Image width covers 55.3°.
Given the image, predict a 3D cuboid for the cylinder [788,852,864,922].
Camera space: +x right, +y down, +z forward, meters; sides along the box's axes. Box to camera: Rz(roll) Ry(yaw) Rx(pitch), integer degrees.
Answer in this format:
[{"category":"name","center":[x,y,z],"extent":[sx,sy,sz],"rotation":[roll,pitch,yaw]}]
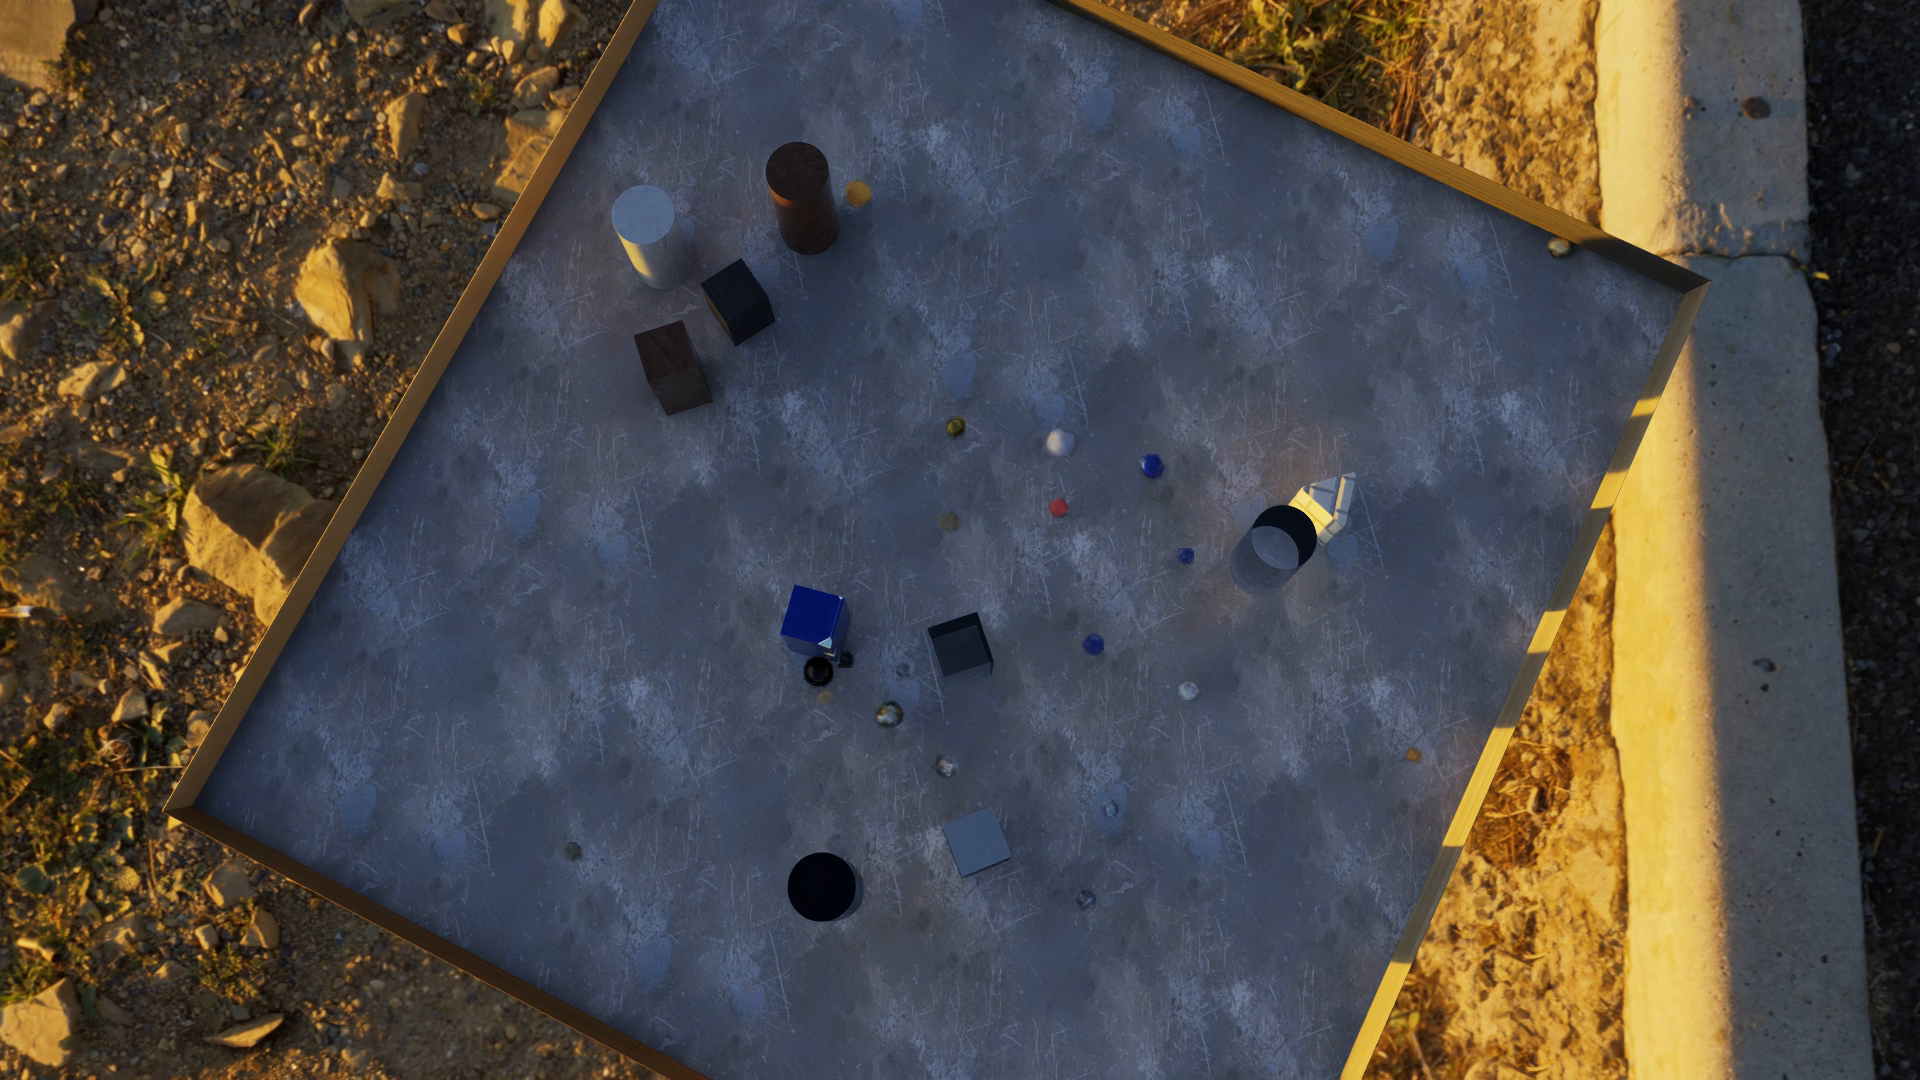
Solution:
[{"category":"cylinder","center":[-0.375,0.986,5.188],"extent":[0.186,0.439,0.186],"rotation":[0,78,0]}]

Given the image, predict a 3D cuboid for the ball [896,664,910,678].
[{"category":"ball","center":[-0.173,0.393,5.514],"extent":[0.041,0.041,0.041],"rotation":[0,78,0]}]

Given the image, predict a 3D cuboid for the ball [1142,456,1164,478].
[{"category":"ball","center":[0.593,-0.225,5.628],"extent":[0.068,0.068,0.068],"rotation":[0,78,0]}]

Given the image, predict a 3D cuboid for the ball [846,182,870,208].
[{"category":"ball","center":[-0.322,-1.093,5.803],"extent":[0.076,0.076,0.076],"rotation":[0,78,0]}]

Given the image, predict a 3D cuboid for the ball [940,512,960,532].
[{"category":"ball","center":[-0.031,-0.056,5.598],"extent":[0.059,0.059,0.059],"rotation":[0,78,0]}]

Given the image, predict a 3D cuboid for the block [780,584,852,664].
[{"category":"block","center":[-0.421,0.250,5.393],"extent":[0.149,0.336,0.149],"rotation":[15,79,3]}]

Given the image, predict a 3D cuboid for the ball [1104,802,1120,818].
[{"category":"ball","center":[0.447,0.801,5.427],"extent":[0.047,0.047,0.047],"rotation":[0,78,0]}]

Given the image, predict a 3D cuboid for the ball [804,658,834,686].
[{"category":"ball","center":[-0.423,0.395,5.490],"extent":[0.089,0.089,0.089],"rotation":[0,78,0]}]

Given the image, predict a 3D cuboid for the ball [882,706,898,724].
[{"category":"ball","center":[-0.209,0.521,5.467],"extent":[0.052,0.052,0.052],"rotation":[0,78,0]}]

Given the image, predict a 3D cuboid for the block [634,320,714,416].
[{"category":"block","center":[-0.862,-0.515,5.534],"extent":[0.149,0.371,0.149],"rotation":[-18,79,-4]}]

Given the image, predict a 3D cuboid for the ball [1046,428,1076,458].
[{"category":"ball","center":[0.310,-0.298,5.631],"extent":[0.092,0.092,0.092],"rotation":[0,78,0]}]

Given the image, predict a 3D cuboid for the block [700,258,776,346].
[{"category":"block","center":[-0.683,-0.731,5.648],"extent":[0.149,0.234,0.149],"rotation":[-34,80,-7]}]

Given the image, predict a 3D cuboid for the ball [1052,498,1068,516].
[{"category":"ball","center":[0.305,-0.101,5.611],"extent":[0.052,0.052,0.052],"rotation":[0,78,0]}]

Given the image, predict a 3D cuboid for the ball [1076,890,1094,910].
[{"category":"ball","center":[0.366,1.056,5.369],"extent":[0.058,0.058,0.058],"rotation":[0,78,0]}]

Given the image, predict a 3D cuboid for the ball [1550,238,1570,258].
[{"category":"ball","center":[1.890,-0.921,5.773],"extent":[0.065,0.065,0.065],"rotation":[0,78,0]}]

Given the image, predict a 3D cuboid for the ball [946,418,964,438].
[{"category":"ball","center":[-0.014,-0.347,5.658],"extent":[0.059,0.059,0.059],"rotation":[0,78,0]}]

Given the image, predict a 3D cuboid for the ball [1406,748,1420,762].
[{"category":"ball","center":[1.350,0.640,5.463],"extent":[0.042,0.042,0.042],"rotation":[0,78,0]}]

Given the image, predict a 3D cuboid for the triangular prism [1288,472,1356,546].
[{"category":"triangular prism","center":[1.105,-0.116,5.487],"extent":[0.161,0.301,0.140],"rotation":[43,82,8]}]

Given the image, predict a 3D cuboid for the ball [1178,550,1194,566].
[{"category":"ball","center":[0.686,0.052,5.581],"extent":[0.049,0.049,0.049],"rotation":[0,78,0]}]

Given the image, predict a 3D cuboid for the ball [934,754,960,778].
[{"category":"ball","center":[-0.039,0.670,5.440],"extent":[0.073,0.073,0.073],"rotation":[0,78,0]}]

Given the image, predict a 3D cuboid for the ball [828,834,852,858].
[{"category":"ball","center":[-0.353,0.902,5.396],"extent":[0.066,0.066,0.066],"rotation":[0,78,0]}]

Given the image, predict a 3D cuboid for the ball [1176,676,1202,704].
[{"category":"ball","center":[0.687,0.451,5.496],"extent":[0.081,0.081,0.081],"rotation":[0,78,0]}]

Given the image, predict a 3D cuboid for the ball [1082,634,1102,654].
[{"category":"ball","center":[0.400,0.315,5.520],"extent":[0.061,0.061,0.061],"rotation":[0,78,0]}]

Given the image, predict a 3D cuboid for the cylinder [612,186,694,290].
[{"category":"cylinder","center":[-0.936,-0.922,5.606],"extent":[0.186,0.393,0.186],"rotation":[0,78,0]}]

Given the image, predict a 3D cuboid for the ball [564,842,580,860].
[{"category":"ball","center":[-1.143,0.915,5.401],"extent":[0.051,0.051,0.051],"rotation":[0,78,0]}]

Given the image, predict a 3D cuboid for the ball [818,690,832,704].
[{"category":"ball","center":[-0.402,0.472,5.497],"extent":[0.042,0.042,0.042],"rotation":[0,78,0]}]

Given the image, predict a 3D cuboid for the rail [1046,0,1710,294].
[{"category":"rail","center":[0.779,-1.519,5.868],"extent":[3.428,0.121,0.045],"rotation":[26,80,5]}]

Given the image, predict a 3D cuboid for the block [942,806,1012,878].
[{"category":"block","center":[0.047,0.871,5.250],"extent":[0.149,0.365,0.149],"rotation":[-21,79,-4]}]

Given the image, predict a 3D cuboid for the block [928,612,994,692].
[{"category":"block","center":[0.002,0.332,5.367],"extent":[0.149,0.353,0.149],"rotation":[-18,79,-4]}]

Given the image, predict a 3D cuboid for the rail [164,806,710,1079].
[{"category":"rail","center":[-0.779,1.532,5.237],"extent":[3.428,0.121,0.045],"rotation":[26,80,5]}]

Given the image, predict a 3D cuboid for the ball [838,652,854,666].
[{"category":"ball","center":[-0.343,0.360,5.519],"extent":[0.044,0.044,0.044],"rotation":[0,78,0]}]

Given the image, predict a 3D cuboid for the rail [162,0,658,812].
[{"category":"rail","center":[-1.512,-0.734,5.705],"extent":[0.045,0.121,3.531],"rotation":[26,80,5]}]

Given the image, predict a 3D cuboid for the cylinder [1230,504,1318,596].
[{"category":"cylinder","center":[0.916,0.036,5.387],"extent":[0.186,0.434,0.186],"rotation":[0,78,0]}]

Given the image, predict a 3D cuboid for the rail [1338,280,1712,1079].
[{"category":"rail","center":[1.512,0.747,5.399],"extent":[0.045,0.121,3.531],"rotation":[26,80,5]}]

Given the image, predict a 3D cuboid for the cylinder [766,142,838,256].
[{"category":"cylinder","center":[-0.478,-1.038,5.603],"extent":[0.186,0.447,0.186],"rotation":[0,78,0]}]
